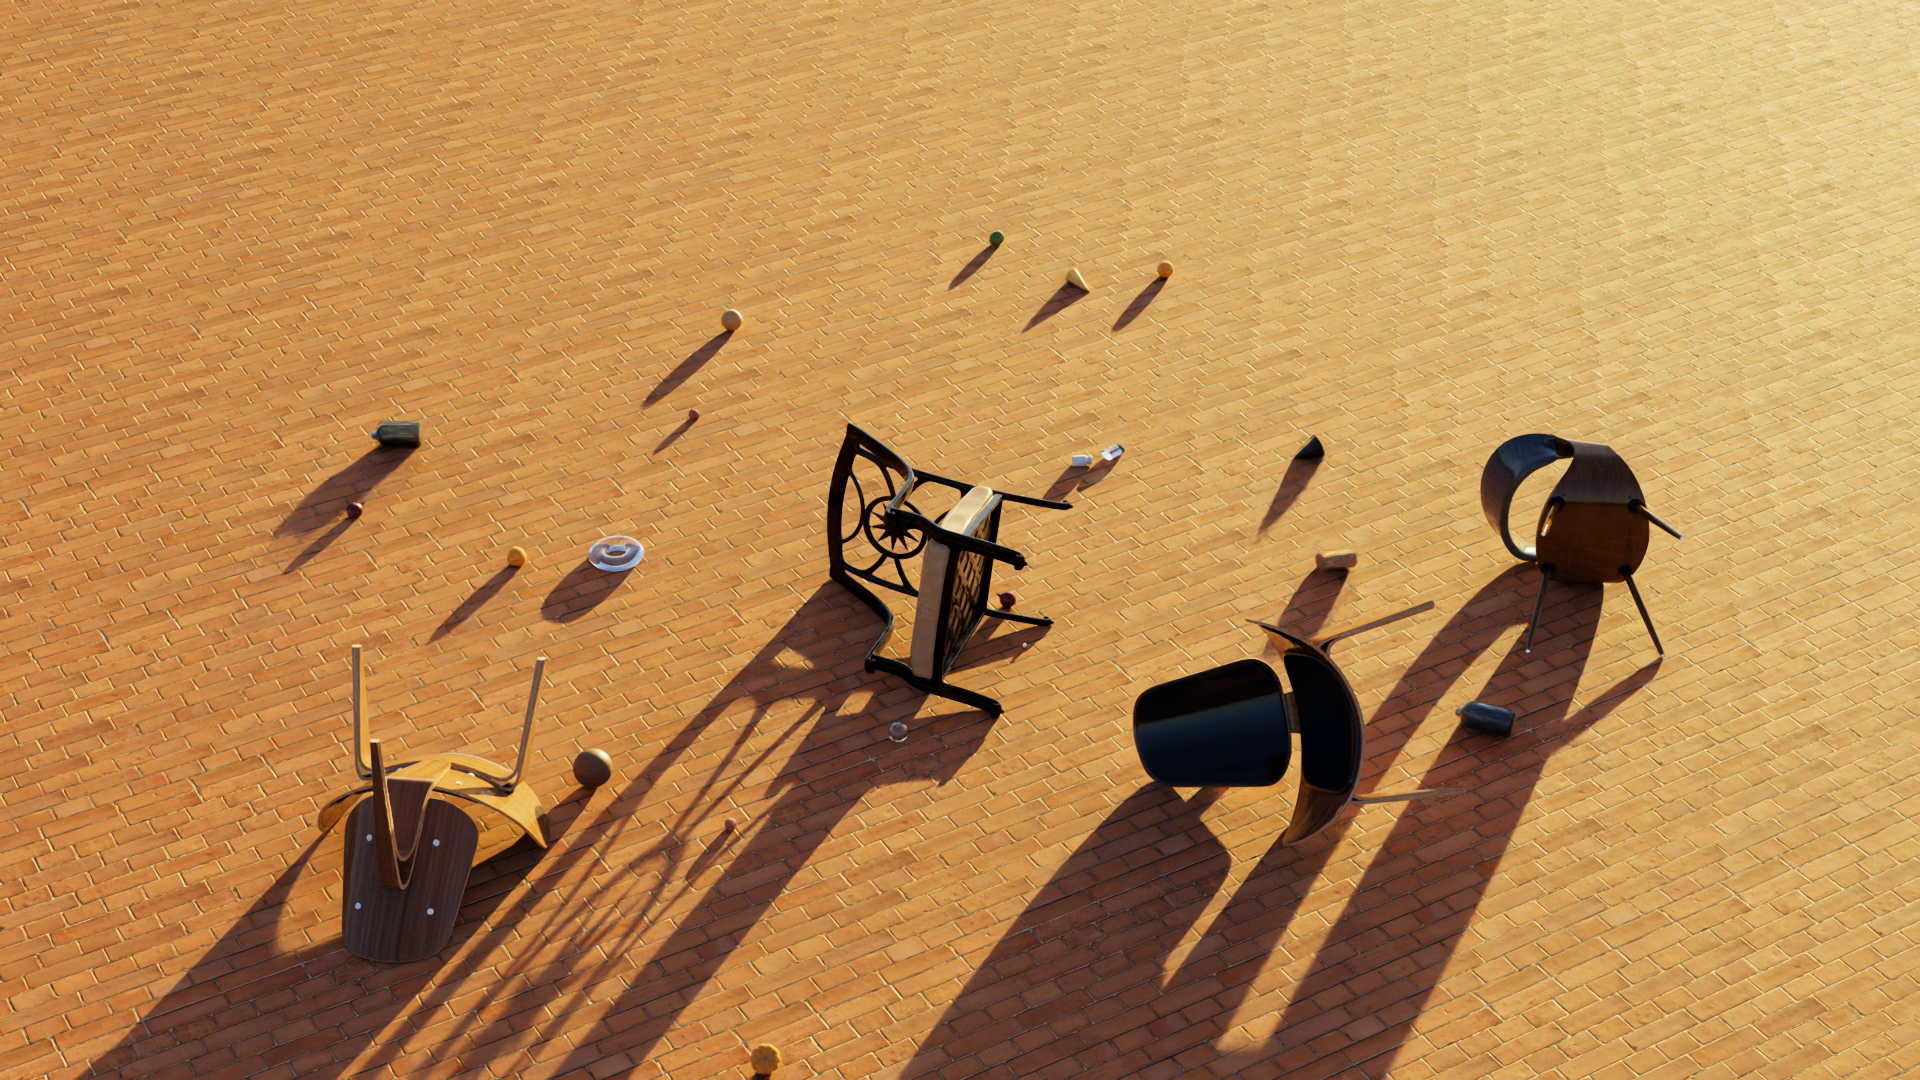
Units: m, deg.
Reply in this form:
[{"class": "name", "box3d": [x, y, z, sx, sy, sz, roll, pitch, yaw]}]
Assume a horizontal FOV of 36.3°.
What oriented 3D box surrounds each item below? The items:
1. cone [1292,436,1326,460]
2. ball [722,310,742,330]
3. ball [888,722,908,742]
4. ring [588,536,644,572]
[{"class": "cone", "box3d": [1.348, -0.340, 11.425, 0.122, 0.082, 0.090, -26, 32, -4]}, {"class": "ball", "box3d": [-0.954, -0.920, 12.259, 0.090, 0.090, 0.090, 0, 33, 0]}, {"class": "ball", "box3d": [-0.209, 0.648, 9.898, 0.069, 0.069, 0.069, 0, 33, 0]}, {"class": "ring", "box3d": [-1.269, 0.049, 10.827, 0.207, 0.049, 0.213, -4, 33, -4]}]
